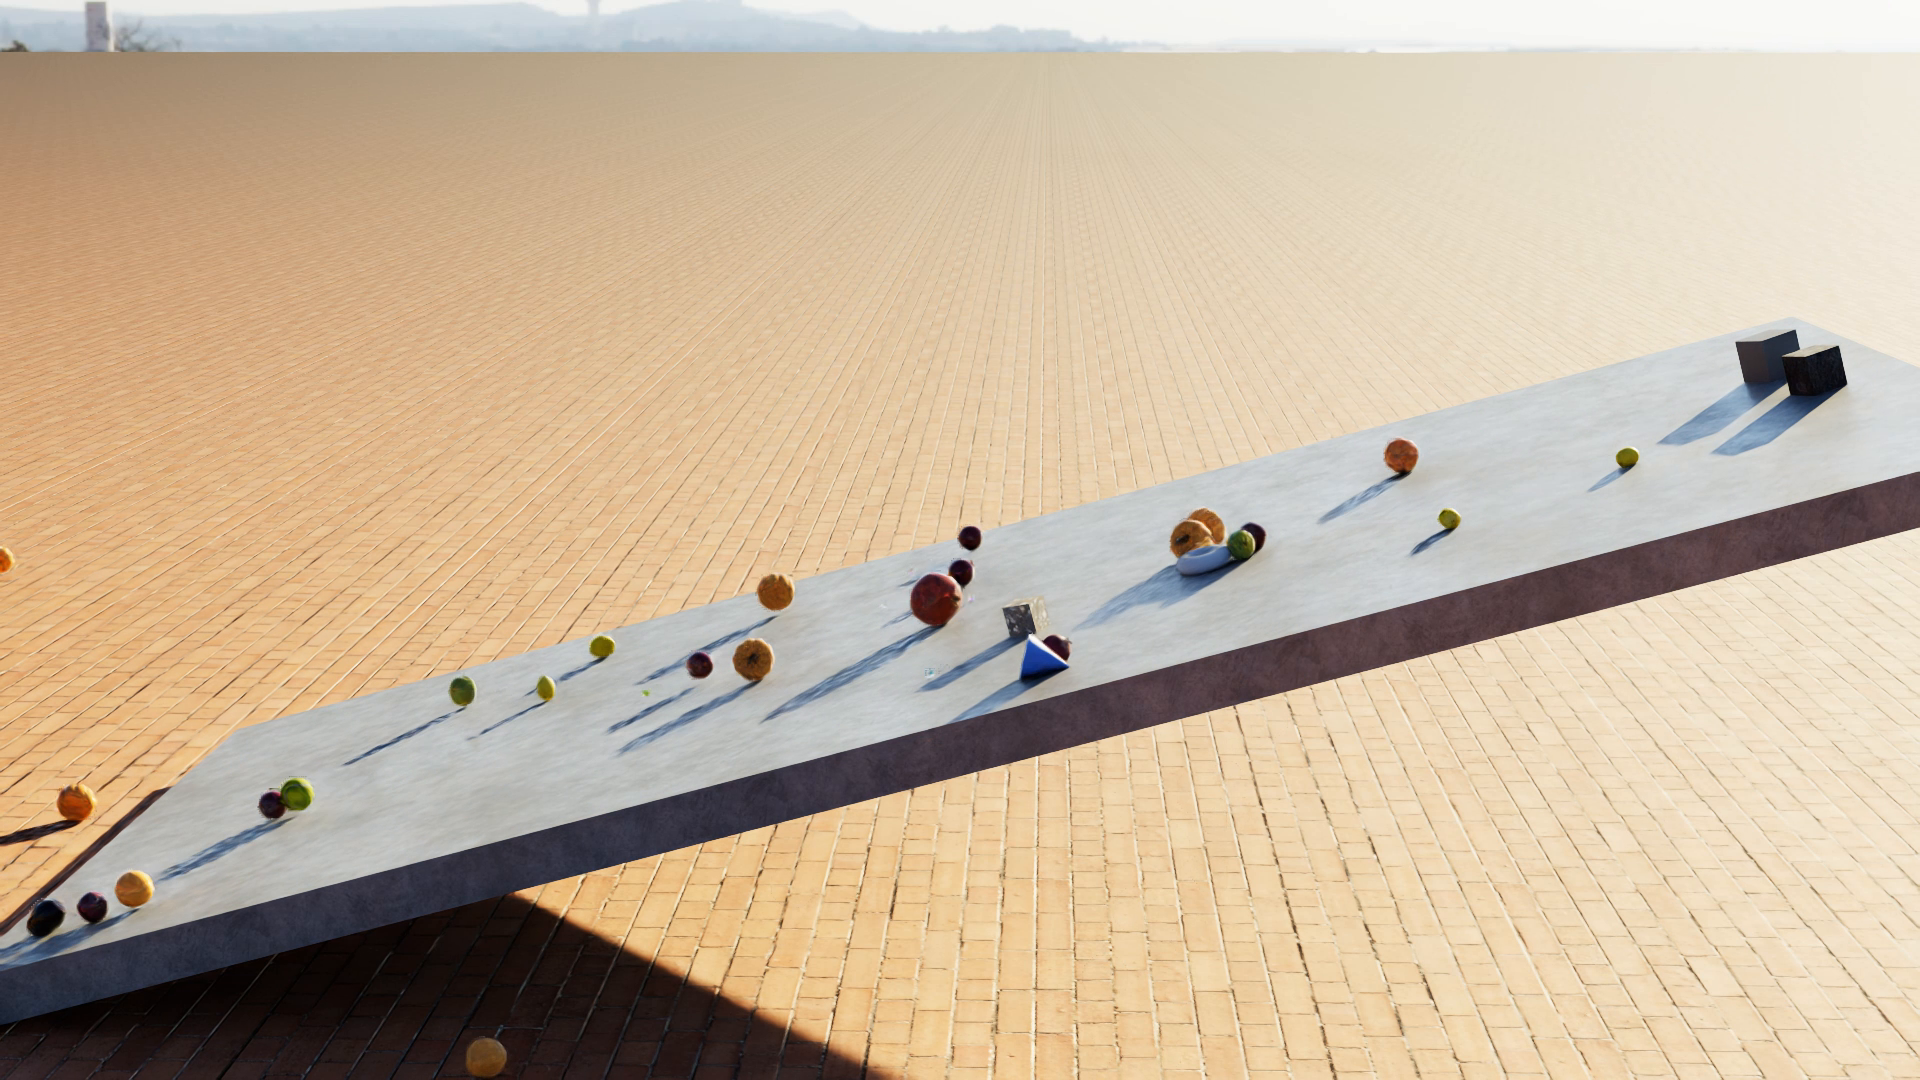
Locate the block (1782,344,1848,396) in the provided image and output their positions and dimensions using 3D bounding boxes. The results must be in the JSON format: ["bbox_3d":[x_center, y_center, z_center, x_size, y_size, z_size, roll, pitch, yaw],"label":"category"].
[{"bbox_3d":[1.792,-0.356,6.169,0.085,0.085,0.085,-18,10,-17],"label":"block"}]

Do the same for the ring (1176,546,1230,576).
[{"bbox_3d":[0.504,0.042,6.082,0.116,0.039,0.116,-16,11,3],"label":"ring"}]

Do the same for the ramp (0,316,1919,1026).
[{"bbox_3d":[0.082,0.190,6.328,4.000,0.100,2.000,-15,9,4],"label":"ramp"}]

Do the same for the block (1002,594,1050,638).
[{"bbox_3d":[0.134,0.154,5.952,0.063,0.063,0.063,-10,11,31],"label":"block"}]

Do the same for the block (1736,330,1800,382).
[{"bbox_3d":[1.776,-0.404,6.449,0.094,0.094,0.094,-19,10,-20],"label":"block"}]
